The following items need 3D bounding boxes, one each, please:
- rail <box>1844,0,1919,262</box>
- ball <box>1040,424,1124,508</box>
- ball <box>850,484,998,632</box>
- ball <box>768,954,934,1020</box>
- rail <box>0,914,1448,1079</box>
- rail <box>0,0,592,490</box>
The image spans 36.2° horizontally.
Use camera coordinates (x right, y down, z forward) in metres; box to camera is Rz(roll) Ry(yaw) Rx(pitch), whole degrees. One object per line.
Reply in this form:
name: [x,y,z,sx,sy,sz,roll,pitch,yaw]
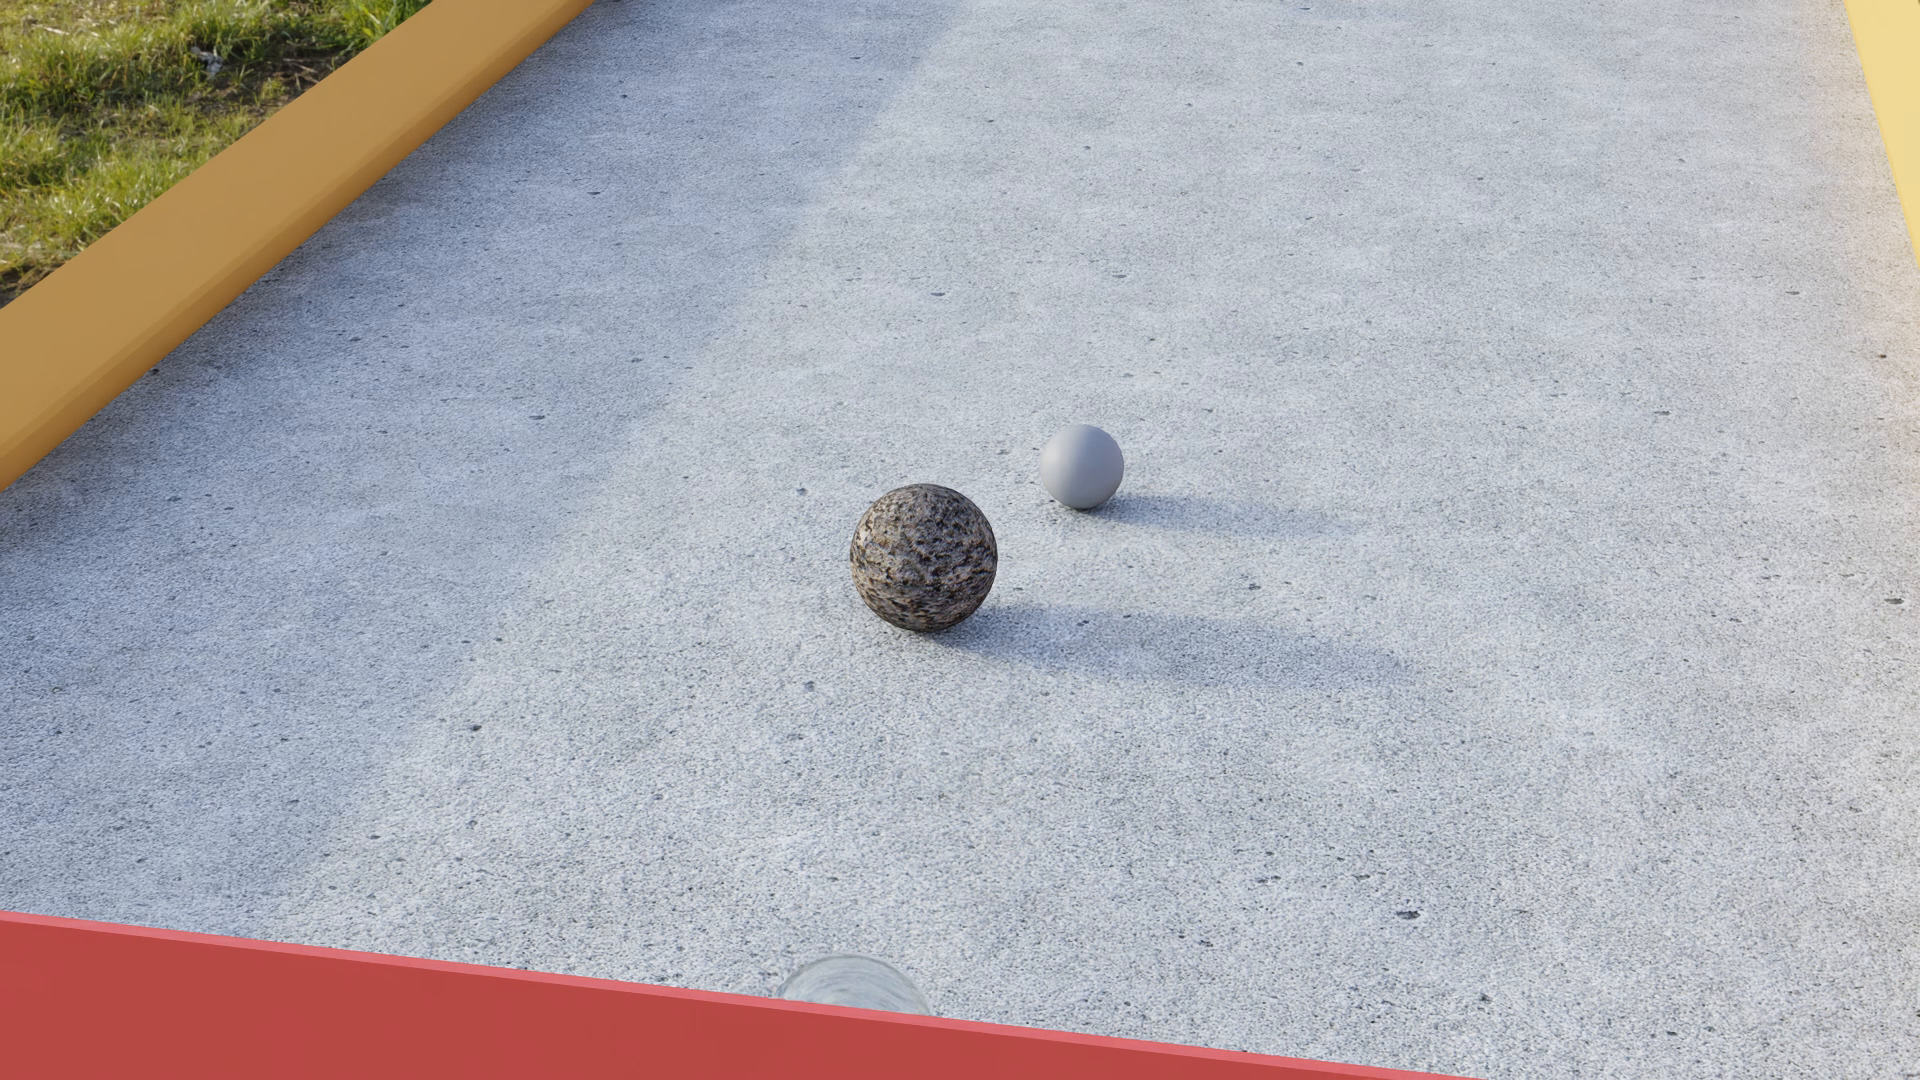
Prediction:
rail: [0.788,-0.238,2.361,0.045,0.122,2.630,5,26,10]
ball: [0.085,-0.051,2.039,0.059,0.059,0.059,0,25,0]
ball: [-0.023,0.011,1.864,0.094,0.094,0.094,0,25,0]
ball: [-0.053,0.238,1.390,0.085,0.085,0.085,0,25,0]
rail: [-0.124,0.243,1.333,1.393,0.122,0.045,5,26,10]
rail: [-0.531,-0.350,2.599,0.045,0.122,2.630,5,26,10]
